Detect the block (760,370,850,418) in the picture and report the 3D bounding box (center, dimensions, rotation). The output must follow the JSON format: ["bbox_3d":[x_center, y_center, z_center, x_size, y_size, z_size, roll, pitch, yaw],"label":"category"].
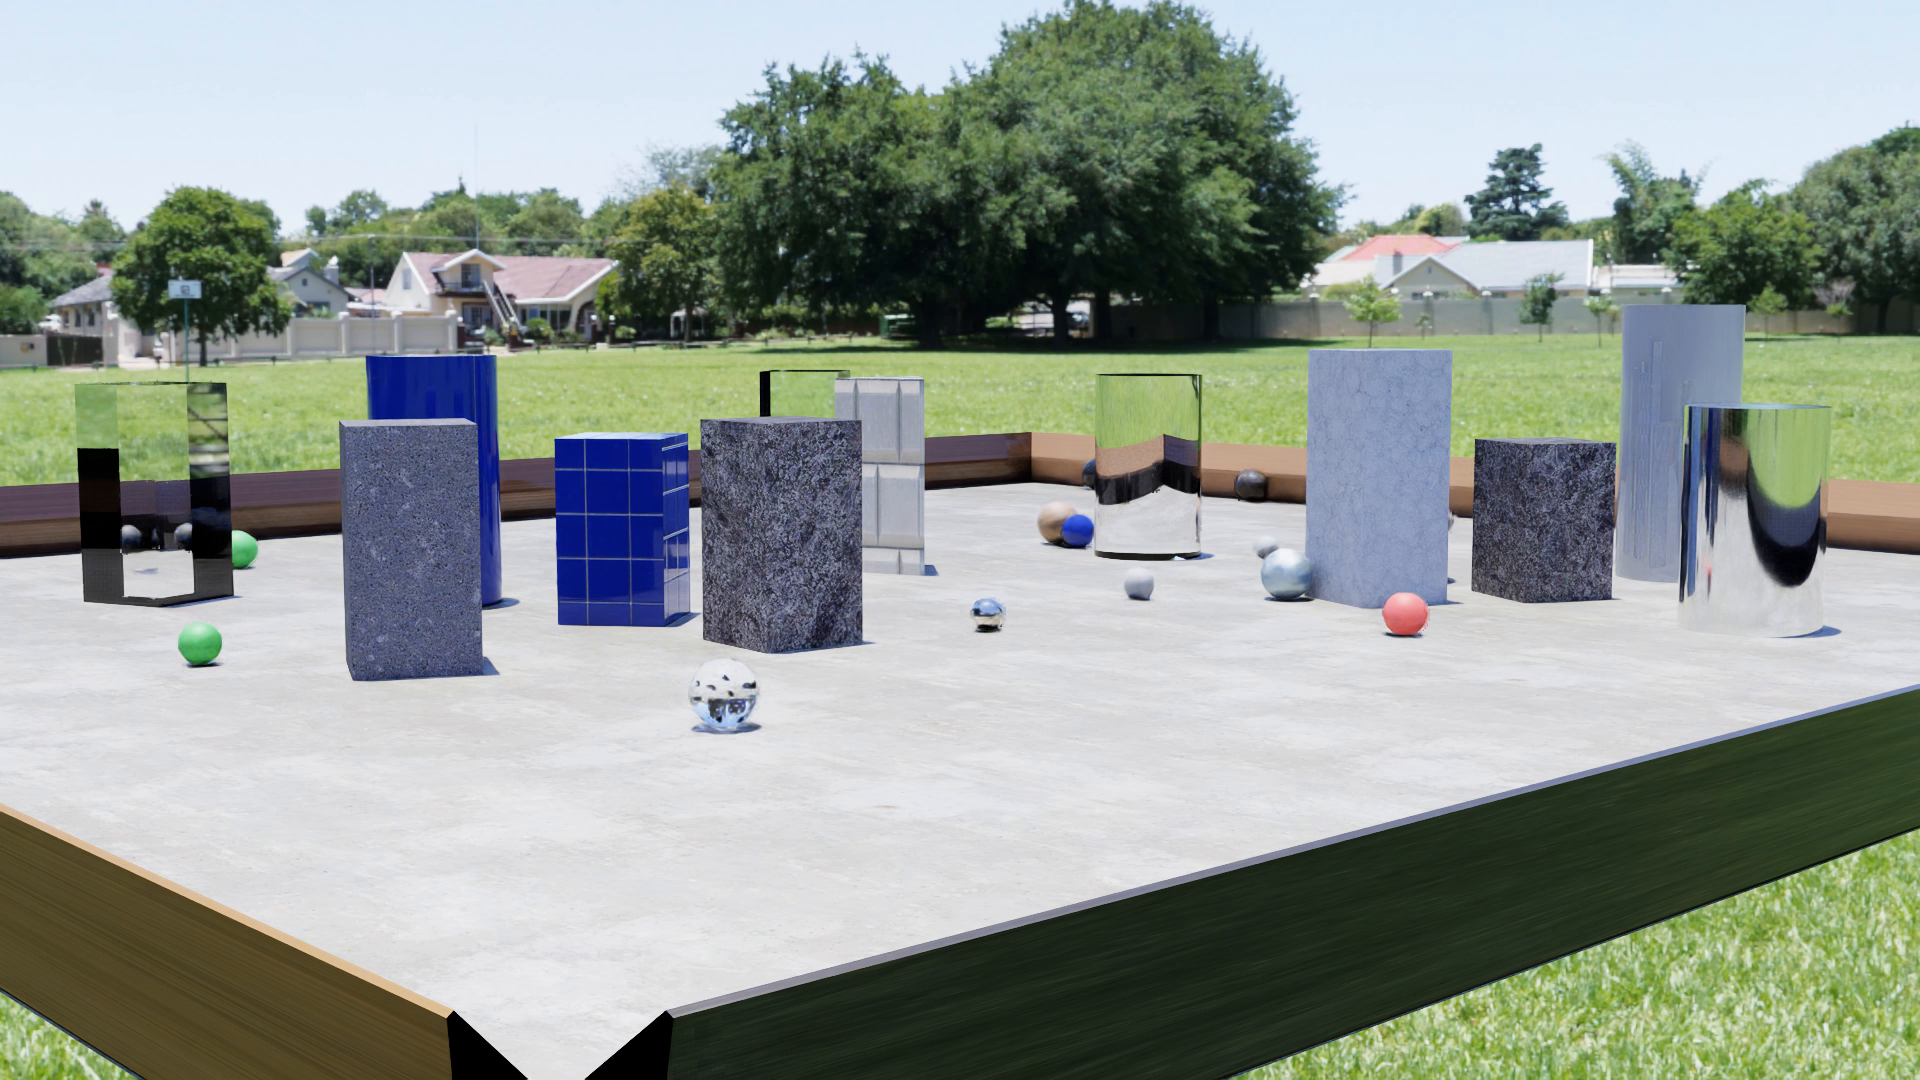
[{"bbox_3d":[-0.308,-0.177,4.400,0.154,0.322,0.154,1,6,7],"label":"block"}]

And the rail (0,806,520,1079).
[{"bbox_3d":[-1.274,0.155,2.163,0.045,0.125,3.261,-6,8,-42],"label":"rail"}]

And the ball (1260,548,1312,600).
[{"bbox_3d":[0.501,0.052,3.377,0.079,0.079,0.079,0,6,0],"label":"ball"}]

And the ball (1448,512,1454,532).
[{"bbox_3d":[0.954,-0.037,4.363,0.051,0.051,0.051,0,6,0],"label":"ball"}]

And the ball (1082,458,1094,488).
[{"bbox_3d":[0.341,-0.163,5.428,0.078,0.078,0.078,0,6,0],"label":"ball"}]

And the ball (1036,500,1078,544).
[{"bbox_3d":[0.187,-0.034,4.173,0.083,0.083,0.083,0,6,0],"label":"ball"}]

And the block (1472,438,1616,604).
[{"bbox_3d":[0.906,-0.034,3.421,0.154,0.241,0.154,-2,6,-17],"label":"block"}]

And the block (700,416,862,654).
[{"bbox_3d":[-0.239,-0.012,2.941,0.154,0.298,0.154,-5,8,-39],"label":"block"}]

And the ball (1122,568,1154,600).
[{"bbox_3d":[0.275,0.067,3.382,0.049,0.049,0.049,0,6,0],"label":"ball"}]

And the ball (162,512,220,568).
[{"bbox_3d":[-1.329,-0.001,3.803,0.096,0.096,0.096,0,6,0],"label":"ball"}]

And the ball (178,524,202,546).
[{"bbox_3d":[-1.453,-0.010,4.152,0.040,0.040,0.040,0,6,0],"label":"ball"}]

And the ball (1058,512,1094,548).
[{"bbox_3d":[0.221,-0.017,4.108,0.073,0.073,0.073,0,6,0],"label":"ball"}]

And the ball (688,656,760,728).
[{"bbox_3d":[-0.251,0.162,2.344,0.076,0.076,0.076,0,6,0],"label":"ball"}]

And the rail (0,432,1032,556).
[{"bbox_3d":[-1.090,-0.091,4.506,3.515,0.125,0.045,-6,8,-42],"label":"rail"}]

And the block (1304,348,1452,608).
[{"bbox_3d":[0.637,-0.099,3.358,0.154,0.383,0.154,-3,7,-24],"label":"block"}]

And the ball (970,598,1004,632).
[{"bbox_3d":[0.038,0.103,3.047,0.046,0.046,0.046,0,6,0],"label":"ball"}]

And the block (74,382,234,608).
[{"bbox_3d":[-1.233,-0.074,3.371,0.154,0.331,0.154,3,7,25],"label":"block"}]

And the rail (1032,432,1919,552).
[{"bbox_3d":[1.274,-0.090,4.501,0.045,0.125,3.261,-6,8,-42],"label":"rail"}]

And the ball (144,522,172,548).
[{"bbox_3d":[-1.496,-0.009,4.100,0.050,0.050,0.050,0,6,0],"label":"ball"}]

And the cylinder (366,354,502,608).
[{"bbox_3d":[-0.793,-0.091,3.321,0.193,0.375,0.193,0,6,0],"label":"cylinder"}]

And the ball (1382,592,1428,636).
[{"bbox_3d":[0.608,0.101,3.005,0.060,0.060,0.060,0,6,0],"label":"ball"}]

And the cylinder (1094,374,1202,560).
[{"bbox_3d":[0.340,-0.135,3.977,0.193,0.326,0.193,0,6,0],"label":"cylinder"}]

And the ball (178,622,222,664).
[{"bbox_3d":[-0.955,0.130,2.761,0.054,0.054,0.054,0,6,0],"label":"ball"}]

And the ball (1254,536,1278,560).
[{"bbox_3d":[0.545,0.014,3.911,0.043,0.043,0.043,0,6,0],"label":"ball"}]

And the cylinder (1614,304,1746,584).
[{"bbox_3d":[1.194,-0.164,3.650,0.193,0.451,0.193,0,6,0],"label":"cylinder"}]

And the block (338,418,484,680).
[{"bbox_3d":[-0.680,0.007,2.721,0.154,0.306,0.154,-2,6,-18],"label":"block"}]

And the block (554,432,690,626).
[{"bbox_3d":[-0.482,-0.018,3.159,0.154,0.264,0.154,1,6,7],"label":"block"}]

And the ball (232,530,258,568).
[{"bbox_3d":[-1.243,0.016,3.785,0.065,0.065,0.065,0,6,0],"label":"ball"}]

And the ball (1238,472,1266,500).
[{"bbox_3d":[0.674,-0.124,5.076,0.064,0.064,0.064,0,6,0],"label":"ball"}]

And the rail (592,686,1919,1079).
[{"bbox_3d":[1.090,0.156,2.158,3.515,0.125,0.045,-6,8,-42],"label":"rail"}]

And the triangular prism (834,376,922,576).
[{"bbox_3d":[-0.107,-0.114,3.766,0.167,0.328,0.145,3,7,25],"label":"triangular prism"}]

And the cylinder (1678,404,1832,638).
[{"bbox_3d":[1.106,-0.032,3.067,0.193,0.310,0.193,0,6,0],"label":"cylinder"}]
